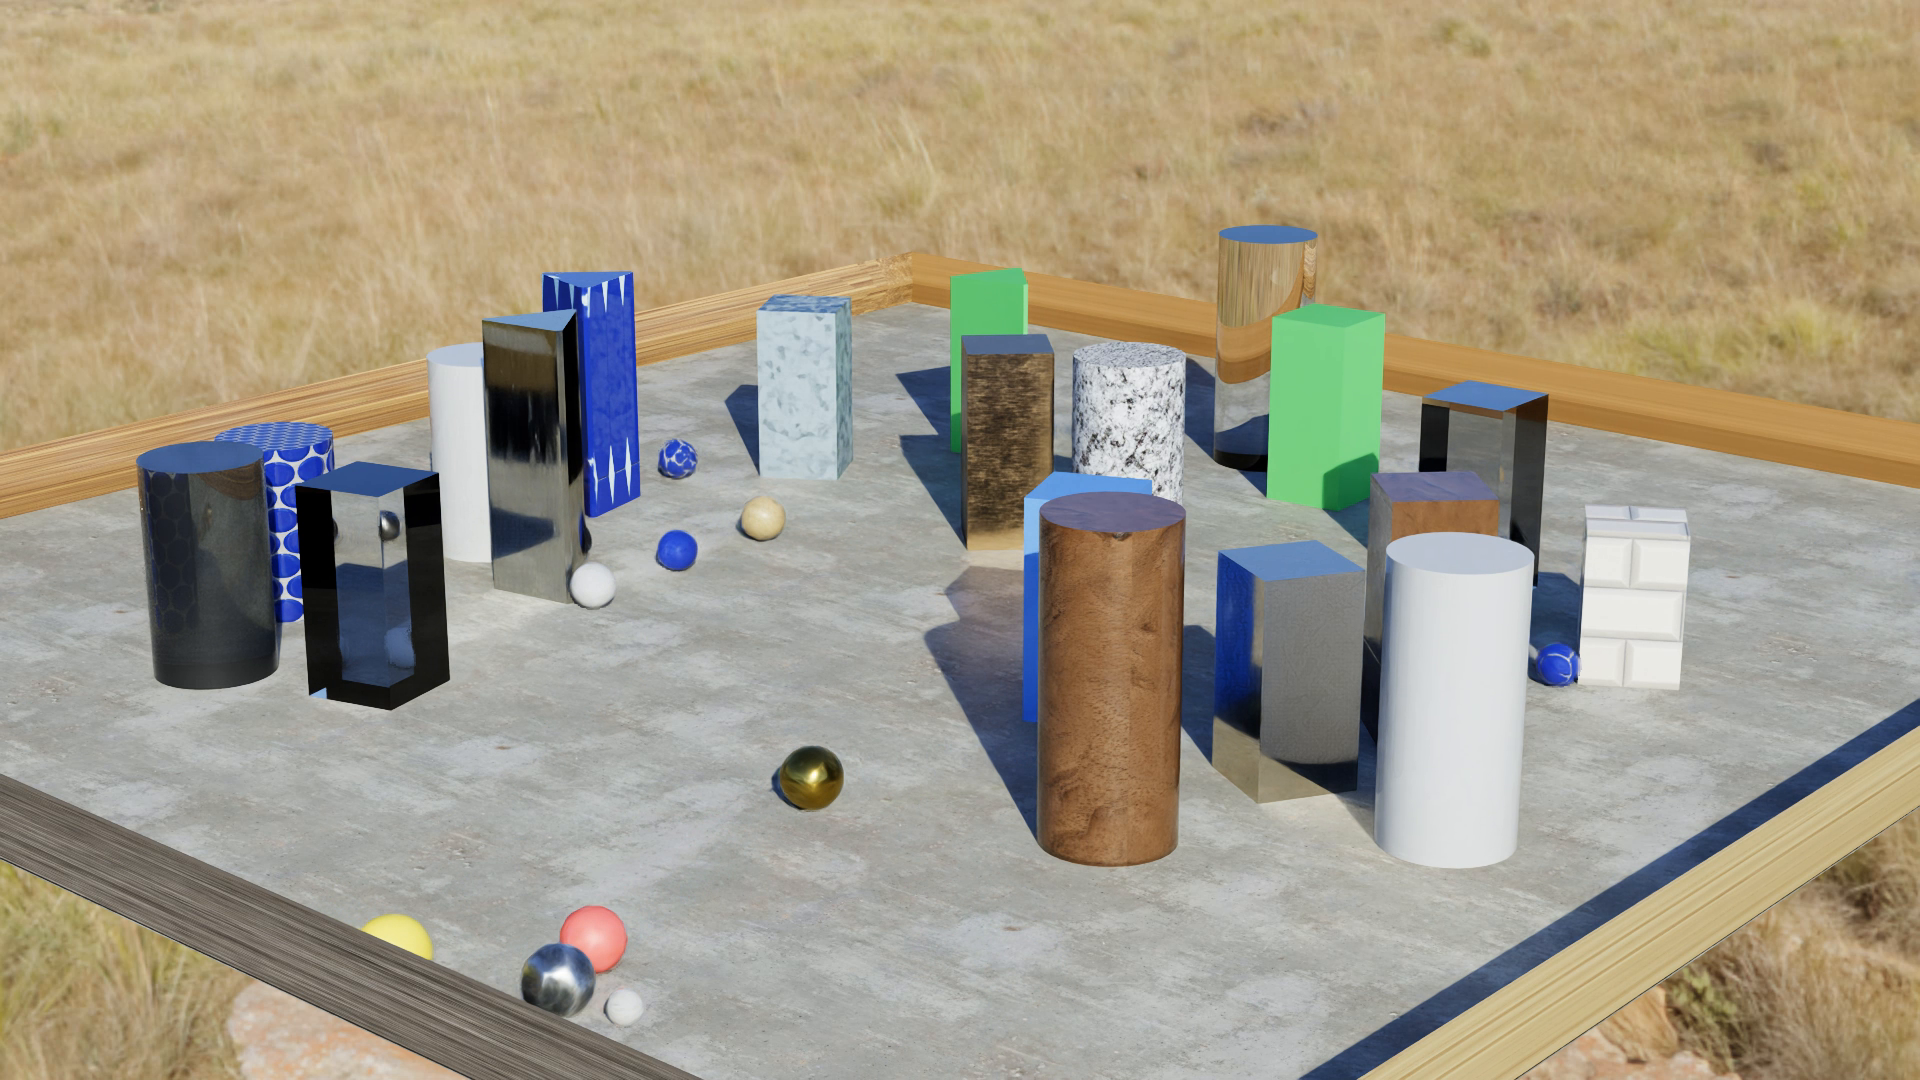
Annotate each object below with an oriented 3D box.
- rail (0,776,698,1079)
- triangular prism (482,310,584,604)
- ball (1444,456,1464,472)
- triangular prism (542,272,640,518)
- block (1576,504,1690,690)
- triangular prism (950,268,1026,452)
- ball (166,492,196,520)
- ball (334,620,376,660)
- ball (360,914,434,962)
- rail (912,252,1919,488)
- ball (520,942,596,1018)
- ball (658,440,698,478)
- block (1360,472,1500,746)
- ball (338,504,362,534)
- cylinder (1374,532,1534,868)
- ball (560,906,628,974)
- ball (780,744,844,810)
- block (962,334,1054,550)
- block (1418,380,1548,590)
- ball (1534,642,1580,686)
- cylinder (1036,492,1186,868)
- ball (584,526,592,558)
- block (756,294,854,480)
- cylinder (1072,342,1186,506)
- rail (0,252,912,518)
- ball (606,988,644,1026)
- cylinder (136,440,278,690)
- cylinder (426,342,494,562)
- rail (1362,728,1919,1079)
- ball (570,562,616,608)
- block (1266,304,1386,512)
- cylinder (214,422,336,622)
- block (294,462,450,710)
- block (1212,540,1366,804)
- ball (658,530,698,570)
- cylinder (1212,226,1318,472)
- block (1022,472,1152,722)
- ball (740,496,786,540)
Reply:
[{"bbox_3d":[-1.135,0.409,3.869,3.374,0.128,0.045,14,22,39],"label":"rail"},{"bbox_3d":[-0.710,-0.152,5.119,0.171,0.484,0.148,10,20,30],"label":"triangular prism"},{"bbox_3d":[0.987,-0.146,5.868,0.041,0.041,0.041,0,17,0],"label":"ball"},{"bbox_3d":[-0.688,-0.288,5.636,0.148,0.446,0.171,-11,20,-33],"label":"triangular prism"},{"bbox_3d":[1.079,0.090,4.711,0.158,0.256,0.158,3,17,10],"label":"block"},{"bbox_3d":[0.090,-0.367,6.037,0.171,0.366,0.148,8,19,26],"label":"triangular prism"},{"bbox_3d":[-1.479,-0.064,5.571,0.055,0.055,0.055,0,17,0],"label":"ball"},{"bbox_3d":[-0.988,0.164,4.792,0.067,0.067,0.067,0,17,0],"label":"ball"},{"bbox_3d":[-0.696,0.507,3.597,0.099,0.099,0.099,0,17,0],"label":"ball"},{"bbox_3d":[1.135,-0.345,6.371,3.374,0.128,0.045,14,22,39],"label":"rail"},{"bbox_3d":[-0.484,0.531,3.534,0.091,0.091,0.091,0,17,0],"label":"ball"},{"bbox_3d":[-0.563,-0.161,5.854,0.077,0.077,0.077,0,17,0],"label":"ball"},{"bbox_3d":[0.704,0.108,4.411,0.158,0.393,0.158,-1,17,-4],"label":"block"},{"bbox_3d":[-1.148,-0.039,5.481,0.058,0.058,0.058,0,17,0],"label":"ball"},{"bbox_3d":[0.673,0.217,4.009,0.197,0.417,0.197,0,17,0],"label":"cylinder"},{"bbox_3d":[-0.457,0.498,3.655,0.084,0.084,0.084,0,17,0],"label":"ball"},{"bbox_3d":[-0.211,0.338,4.173,0.092,0.092,0.092,0,17,0],"label":"ball"},{"bbox_3d":[0.086,-0.181,5.414,0.158,0.369,0.158,-1,17,-4],"label":"block"},{"bbox_3d":[0.908,-0.082,5.115,0.158,0.351,0.158,13,21,38],"label":"block"},{"bbox_3d":[0.952,0.198,4.676,0.069,0.069,0.069,0,17,0],"label":"ball"},{"bbox_3d":[0.205,0.189,4.005,0.197,0.474,0.197,0,17,0],"label":"cylinder"},{"bbox_3d":[-0.705,0.003,5.307,0.077,0.077,0.077,0,17,0],"label":"ball"},{"bbox_3d":[-0.310,-0.307,5.883,0.158,0.340,0.158,3,17,9],"label":"block"},{"bbox_3d":[0.296,-0.129,5.177,0.197,0.406,0.197,0,17,0],"label":"cylinder"},{"bbox_3d":[-1.256,-0.283,6.164,0.045,0.128,3.509,14,22,39],"label":"rail"},{"bbox_3d":[-0.401,0.560,3.515,0.046,0.046,0.046,0,17,0],"label":"ball"},{"bbox_3d":[-1.206,0.039,4.704,0.197,0.357,0.197,0,17,0],"label":"cylinder"},{"bbox_3d":[-0.866,-0.162,5.360,0.197,0.363,0.197,0,17,0],"label":"cylinder"},{"bbox_3d":[1.256,0.347,4.076,0.045,0.128,3.509,14,22,39],"label":"rail"},{"bbox_3d":[-0.633,0.077,5.058,0.079,0.079,0.079,0,17,0],"label":"ball"},{"bbox_3d":[0.709,-0.259,5.688,0.158,0.361,0.158,12,21,35],"label":"block"},{"bbox_3d":[-1.168,-0.032,5.036,0.197,0.302,0.197,0,17,0],"label":"cylinder"},{"bbox_3d":[-0.924,0.070,4.620,0.158,0.346,0.158,8,18,25],"label":"block"},{"bbox_3d":[0.474,0.189,4.246,0.158,0.334,0.158,-6,18,-19],"label":"block"},{"bbox_3d":[-0.507,0.017,5.267,0.073,0.073,0.073,0,17,0],"label":"ball"},{"bbox_3d":[0.617,-0.389,5.934,0.197,0.466,0.197,0,17,0],"label":"cylinder"},{"bbox_3d":[0.197,0.093,4.522,0.158,0.358,0.158,5,18,17],"label":"block"},{"bbox_3d":[-0.366,-0.041,5.443,0.083,0.083,0.083,0,17,0],"label":"ball"}]
